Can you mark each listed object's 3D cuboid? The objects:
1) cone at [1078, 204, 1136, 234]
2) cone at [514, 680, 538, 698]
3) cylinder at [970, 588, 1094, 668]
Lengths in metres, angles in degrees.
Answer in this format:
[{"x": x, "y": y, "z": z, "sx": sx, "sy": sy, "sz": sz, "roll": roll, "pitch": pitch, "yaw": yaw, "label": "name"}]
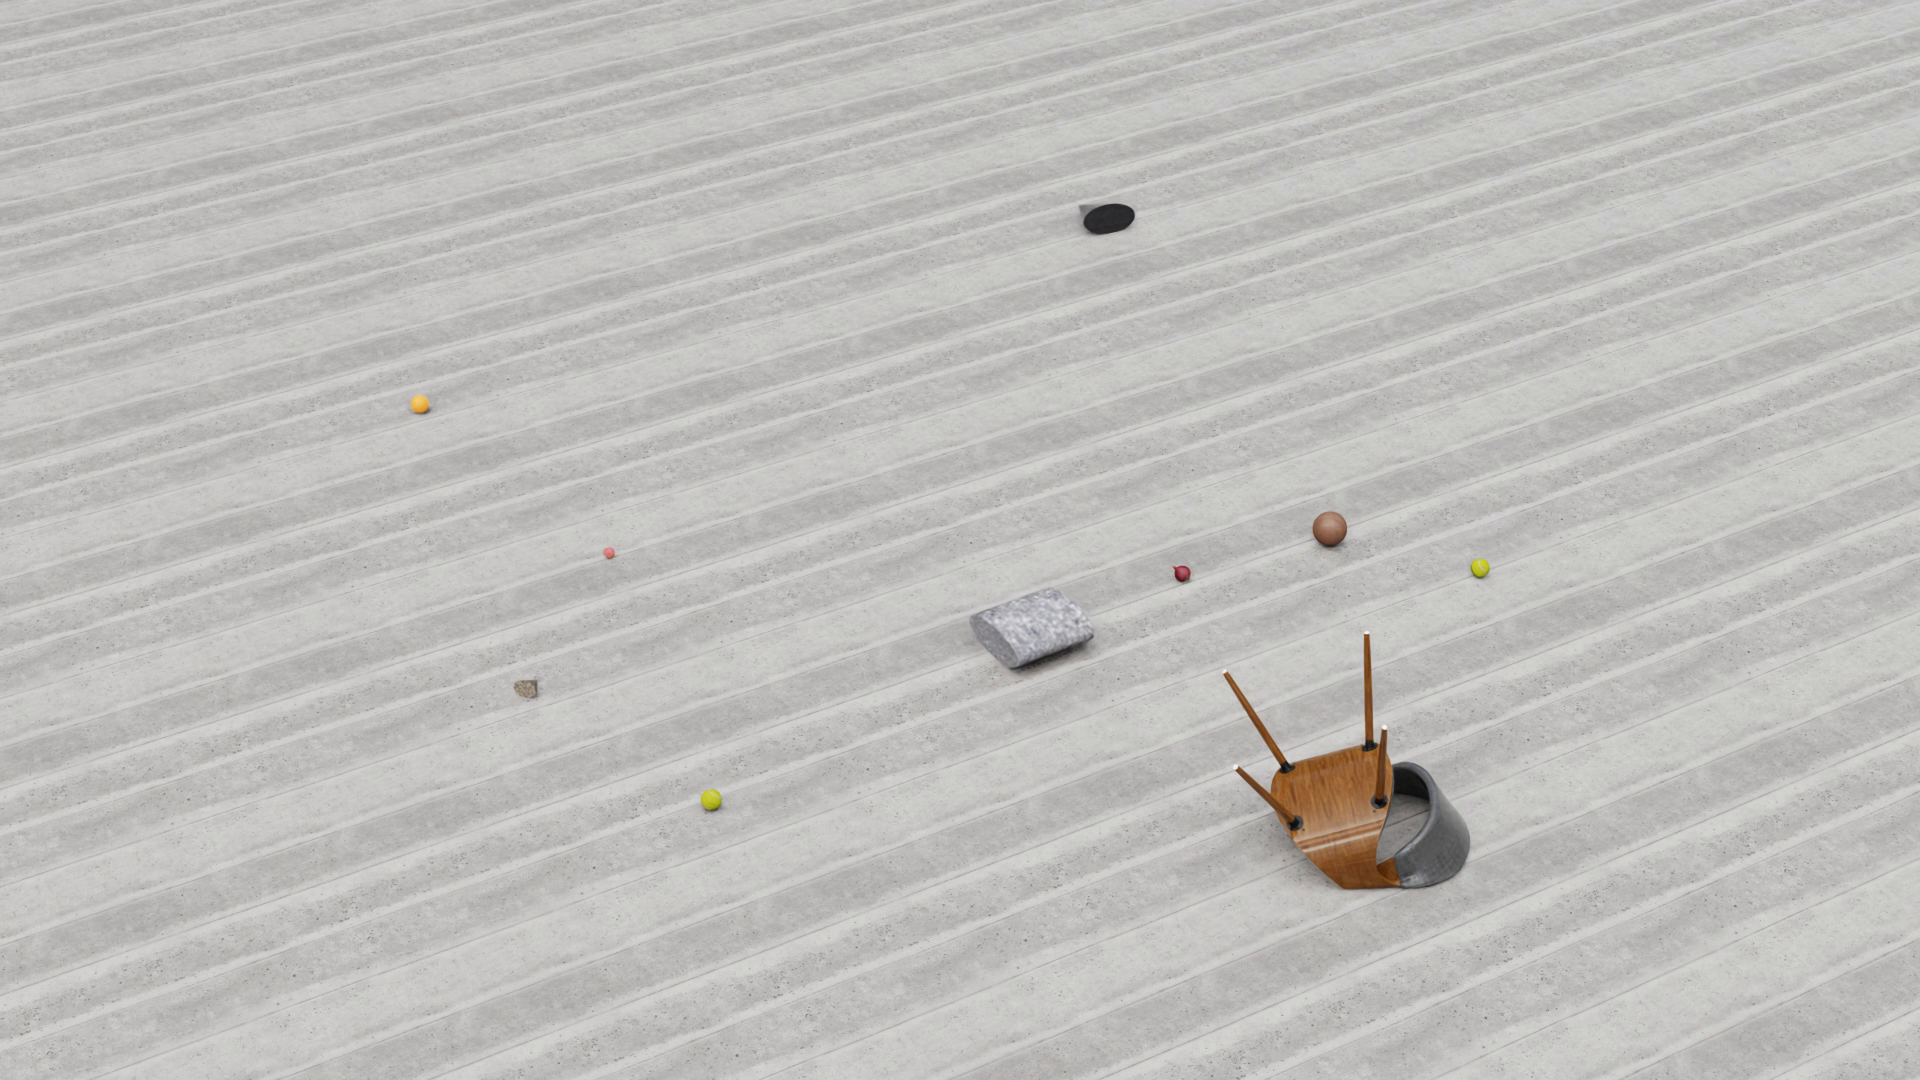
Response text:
[{"x": 0.598, "y": -1.469, "z": 13.114, "sx": 0.258, "sy": 0.134, "sz": 0.303, "roll": -10, "pitch": 22, "yaw": -23, "label": "cone"}, {"x": -1.486, "y": 0.500, "z": 10.159, "sx": 0.085, "sy": 0.061, "sz": 0.103, "roll": 16, "pitch": 20, "yaw": 13, "label": "cone"}, {"x": 0.254, "y": 0.308, "z": 10.359, "sx": 0.322, "sy": 0.130, "sz": 0.319, "roll": -19, "pitch": 37, "yaw": -27, "label": "cylinder"}]
